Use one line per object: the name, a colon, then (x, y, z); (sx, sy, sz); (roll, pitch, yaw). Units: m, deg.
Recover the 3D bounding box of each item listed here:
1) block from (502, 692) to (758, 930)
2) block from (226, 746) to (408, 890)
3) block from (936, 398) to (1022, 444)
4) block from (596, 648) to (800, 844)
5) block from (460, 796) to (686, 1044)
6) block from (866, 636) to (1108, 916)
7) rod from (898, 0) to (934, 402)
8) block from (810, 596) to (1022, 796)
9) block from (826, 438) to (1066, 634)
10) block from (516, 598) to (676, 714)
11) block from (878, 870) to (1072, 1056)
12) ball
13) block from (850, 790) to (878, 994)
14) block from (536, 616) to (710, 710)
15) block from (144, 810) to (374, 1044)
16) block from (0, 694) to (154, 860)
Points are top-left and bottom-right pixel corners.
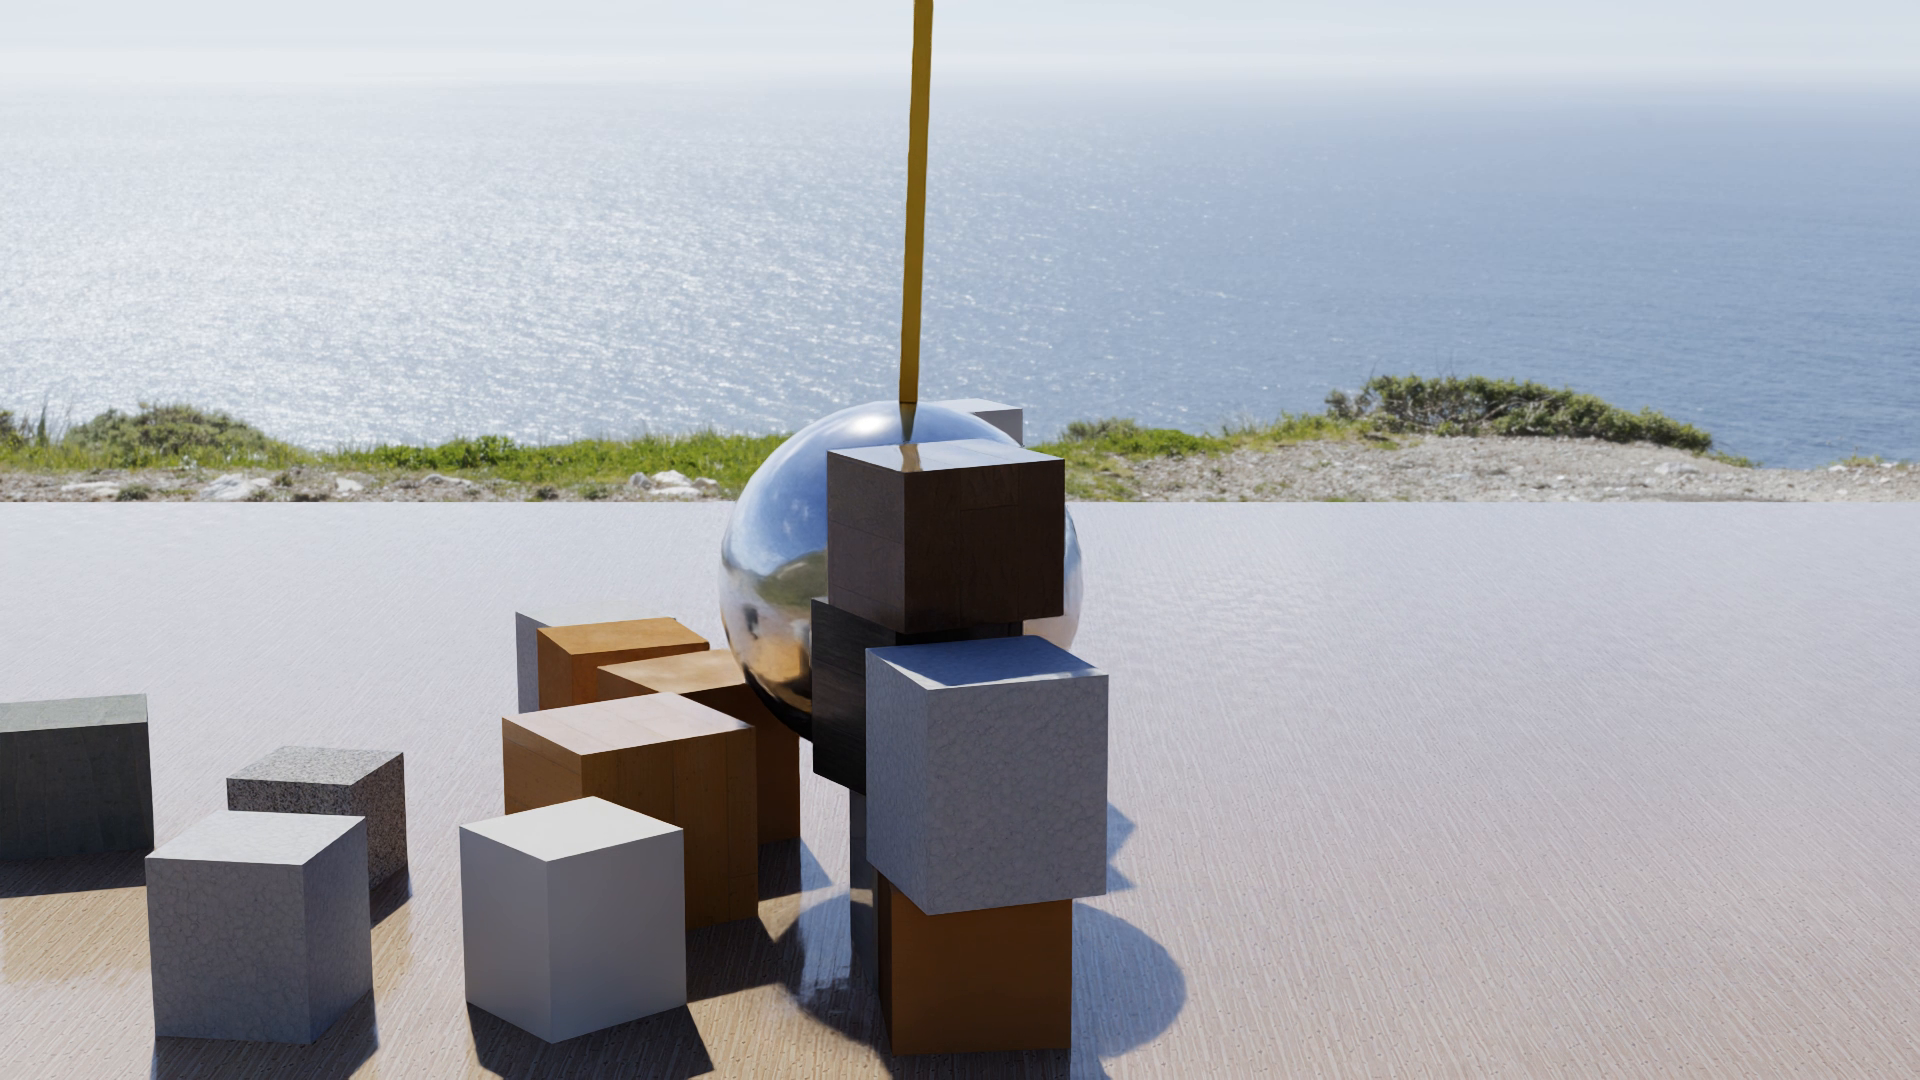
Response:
block: (-1.396, 1.167, 10.851); (0.803, 0.821, 0.756); (-7, 12, -34)
block: (-2.824, 1.240, 11.305); (0.574, 0.516, 0.556); (2, 10, 11)
block: (-0.009, -0.458, 12.741); (0.474, 0.416, 0.456); (-6, 12, -28)
block: (-1.220, 0.988, 11.970); (0.683, 0.774, 0.685); (-7, 13, -35)
block: (-1.471, 1.429, 9.763); (0.608, 0.696, 0.602); (-9, 14, -41)
block: (0.088, 0.833, 9.302); (0.677, 0.808, 0.686); (-4, 11, -20)
rod: (-0.112, -3.155, 10.607); (0.080, 5.200, 0.080); (2, 10, 0)
block: (-0.172, 0.596, 10.048); (0.579, 0.708, 0.627); (-7, 12, -33)
block: (-0.059, -0.028, 9.818); (0.686, 0.603, 0.635); (-6, 12, -29)
block: (-1.947, 0.721, 13.753); (0.650, 0.661, 0.616); (-7, 12, -33)
block: (0.045, 1.504, 9.583); (0.655, 0.612, 0.631); (-1, 10, -6)
ball: (-0.258, 0.187, 11.214); (1.600, 1.600, 1.600); (0, 10, 0)
block: (-0.052, 1.306, 10.250); (0.696, 0.762, 0.729); (-2, 10, -9)
block: (-1.715, 0.825, 13.083); (0.712, 0.696, 0.659); (-5, 11, -23)
block: (-2.632, 1.449, 9.683); (0.605, 0.685, 0.617); (2, 10, 8)
block: (-4.113, 1.090, 11.908); (0.678, 0.595, 0.578); (-3, 11, -17)
